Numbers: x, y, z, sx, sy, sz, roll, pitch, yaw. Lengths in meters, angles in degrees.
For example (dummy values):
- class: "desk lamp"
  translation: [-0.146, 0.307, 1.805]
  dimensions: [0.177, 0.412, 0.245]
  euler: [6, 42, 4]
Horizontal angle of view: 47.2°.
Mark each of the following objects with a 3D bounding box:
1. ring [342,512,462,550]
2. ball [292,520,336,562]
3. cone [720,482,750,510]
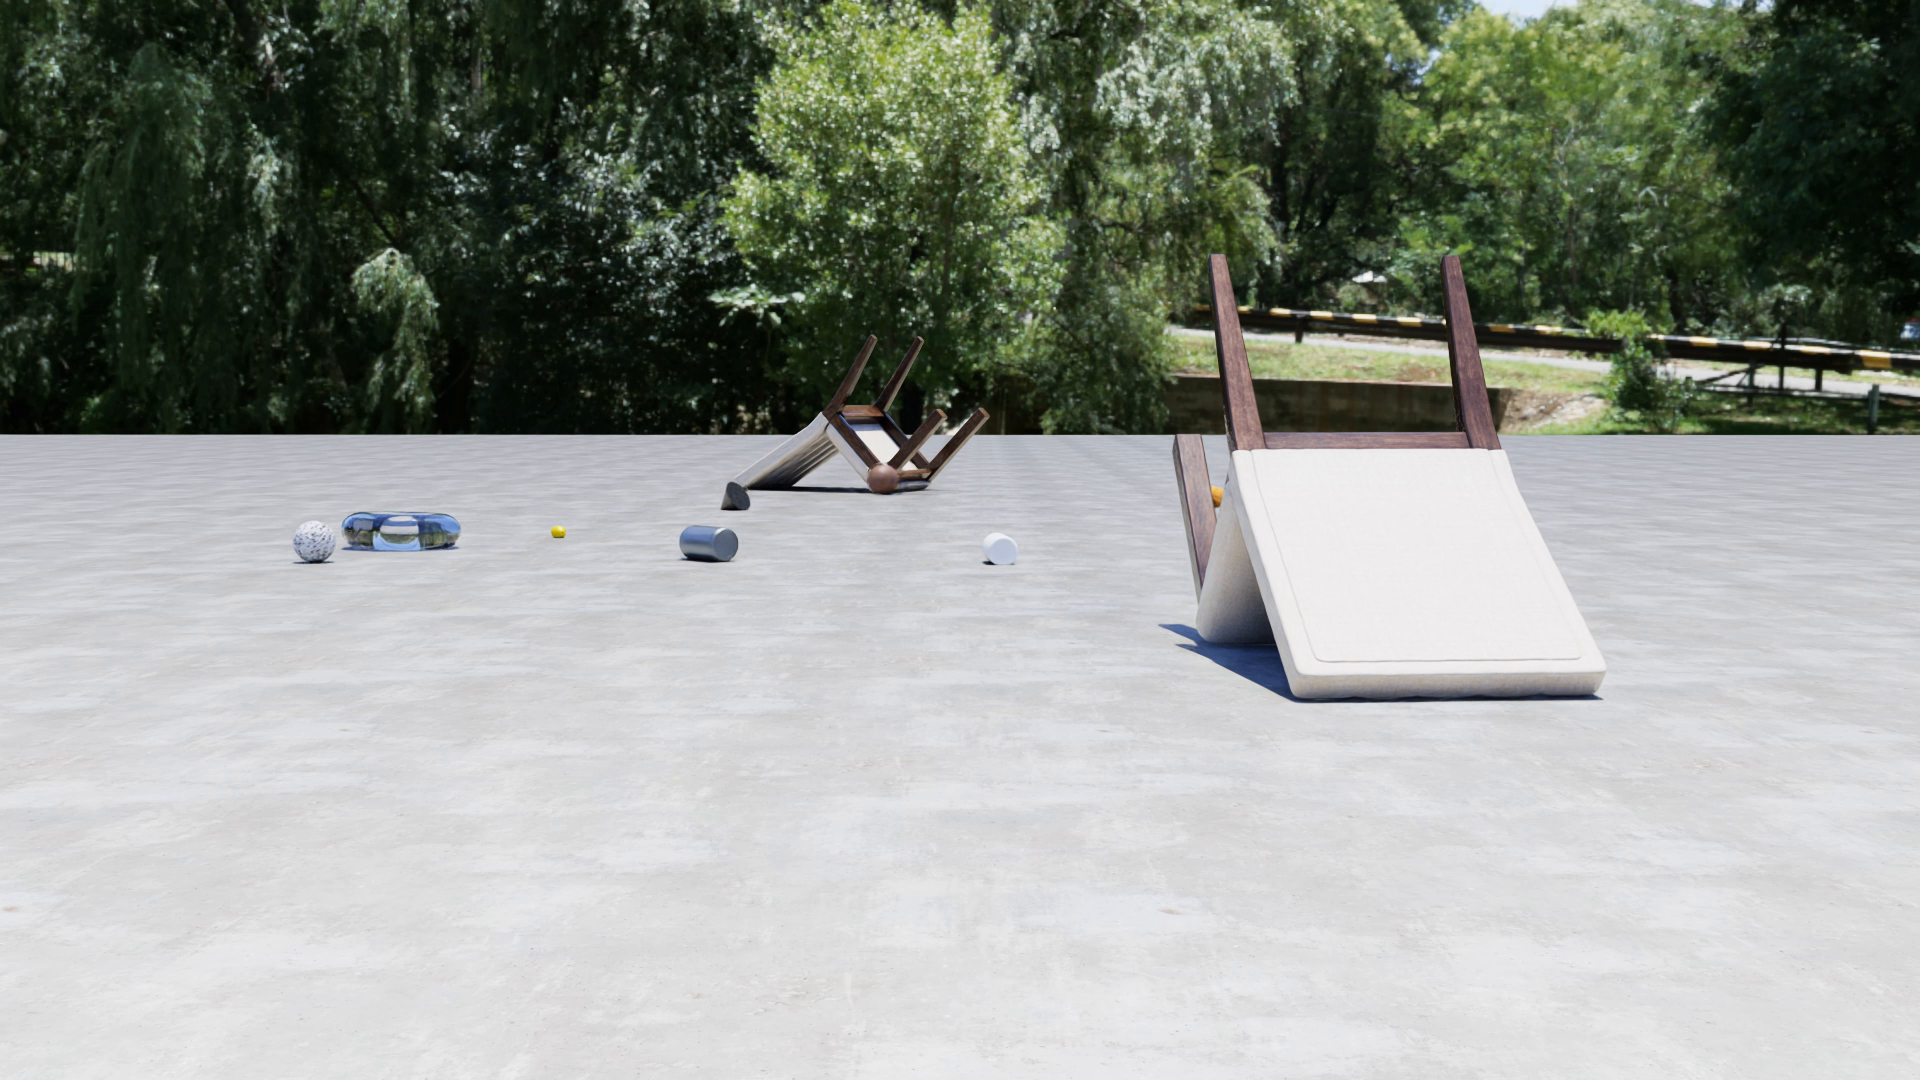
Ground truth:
- class: "ring"
  translation: [-1.576, -0.026, 6.204]
  dimensions: [0.342, 0.100, 0.272]
  euler: [2, 3, 11]
- class: "ball"
  translation: [-1.671, 0.004, 5.693]
  dimensions: [0.108, 0.108, 0.108]
  euler: [0, 4, 0]
- class: "cone"
  translation: [-0.858, -0.138, 8.181]
  dimensions: [0.091, 0.122, 0.165]
  euler: [-35, 6, 19]
